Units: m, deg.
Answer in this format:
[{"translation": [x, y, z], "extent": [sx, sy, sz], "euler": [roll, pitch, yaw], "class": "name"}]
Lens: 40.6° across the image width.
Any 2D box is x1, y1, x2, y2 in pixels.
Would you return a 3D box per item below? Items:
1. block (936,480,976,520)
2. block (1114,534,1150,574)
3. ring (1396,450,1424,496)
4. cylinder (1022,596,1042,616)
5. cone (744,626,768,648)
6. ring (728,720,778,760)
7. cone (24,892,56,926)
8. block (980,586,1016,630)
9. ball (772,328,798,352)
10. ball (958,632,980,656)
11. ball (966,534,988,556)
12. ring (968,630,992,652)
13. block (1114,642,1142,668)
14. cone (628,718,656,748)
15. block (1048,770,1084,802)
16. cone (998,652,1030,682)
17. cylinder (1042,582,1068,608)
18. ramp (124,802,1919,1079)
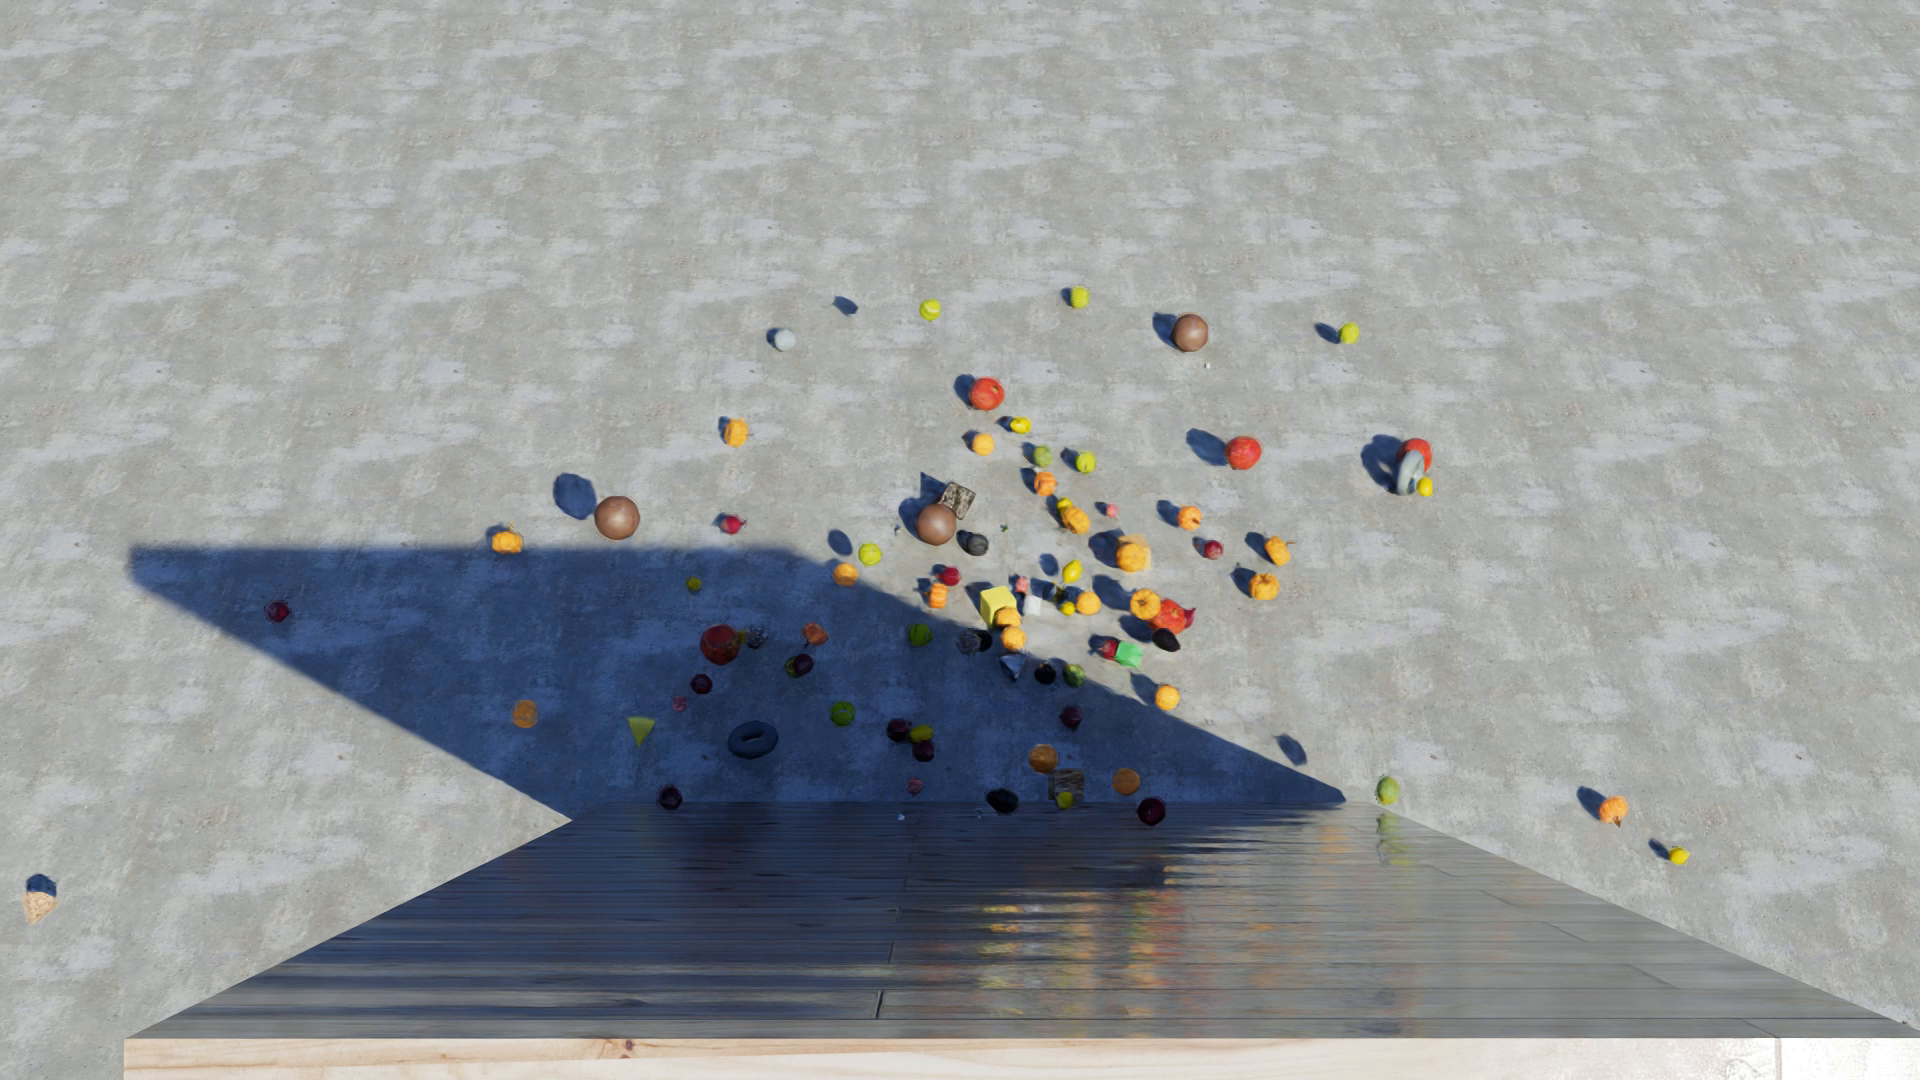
[{"translation": [-0.012, -0.123, 8.005], "extent": [0.089, 0.089, 0.089], "euler": [28, -3, -3], "class": "block"}, {"translation": [0.521, 0.041, 7.837], "extent": [0.080, 0.080, 0.080], "euler": [-11, 37, -15], "class": "block"}, {"translation": [1.407, -0.208, 8.117], "extent": [0.050, 0.149, 0.149], "euler": [17, 39, 26], "class": "ring"}, {"translation": [0.212, 0.194, 7.627], "extent": [0.052, 0.052, 0.052], "euler": [7, -6, 1], "class": "cylinder"}, {"translation": [-0.581, 0.281, 7.488], "extent": [0.069, 0.069, 0.069], "euler": [-12, 3, -16], "class": "cone"}, {"translation": [-0.563, 0.542, 7.056], "extent": [0.141, 0.047, 0.141], "euler": [-7, 32, 4], "class": "ring"}, {"translation": [-2.333, 0.944, 6.559], "extent": [0.079, 0.079, 0.079], "euler": [1, 47, 1], "class": "cone"}, {"translation": [0.111, 0.197, 7.618], "extent": [0.081, 0.081, 0.081], "euler": [-14, 38, -19], "class": "block"}, {"translation": [-0.596, -0.681, 8.843], "extent": [0.082, 0.082, 0.082], "euler": [0, 36, 0], "class": "ball"}, {"translation": [0.025, 0.297, 7.439], "extent": [0.066, 0.066, 0.066], "euler": [0, 36, 0], "class": "ball"}, {"translation": [0.052, 0.015, 7.881], "extent": [0.071, 0.071, 0.071], "euler": [0, 36, 0], "class": "ball"}, {"translation": [0.048, 0.292, 7.529], "extent": [0.092, 0.031, 0.092], "euler": [-1, 35, 1], "class": "ring"}, {"translation": [0.482, 0.329, 7.431], "extent": [0.051, 0.051, 0.051], "euler": [6, 66, 38], "class": "block"}, {"translation": [-0.880, 0.535, 7.147], "extent": [0.079, 0.079, 0.079], "euler": [7, 6, -1], "class": "cone"}, {"translation": [0.283, 0.655, 6.946], "extent": [0.080, 0.080, 0.080], "euler": [1, -3, -12], "class": "block"}, {"translation": [0.165, 0.344, 7.390], "extent": [0.084, 0.084, 0.084], "euler": [-37, 46, -15], "class": "cone"}, {"translation": [0.280, 0.162, 7.665], "extent": [0.057, 0.057, 0.057], "euler": [27, 15, -41], "class": "cylinder"}, {"translation": [0.078, 0.671, 4.861], "extent": [2.000, 0.100, 4.000], "euler": [0, -2, 0], "class": "ramp"}]
